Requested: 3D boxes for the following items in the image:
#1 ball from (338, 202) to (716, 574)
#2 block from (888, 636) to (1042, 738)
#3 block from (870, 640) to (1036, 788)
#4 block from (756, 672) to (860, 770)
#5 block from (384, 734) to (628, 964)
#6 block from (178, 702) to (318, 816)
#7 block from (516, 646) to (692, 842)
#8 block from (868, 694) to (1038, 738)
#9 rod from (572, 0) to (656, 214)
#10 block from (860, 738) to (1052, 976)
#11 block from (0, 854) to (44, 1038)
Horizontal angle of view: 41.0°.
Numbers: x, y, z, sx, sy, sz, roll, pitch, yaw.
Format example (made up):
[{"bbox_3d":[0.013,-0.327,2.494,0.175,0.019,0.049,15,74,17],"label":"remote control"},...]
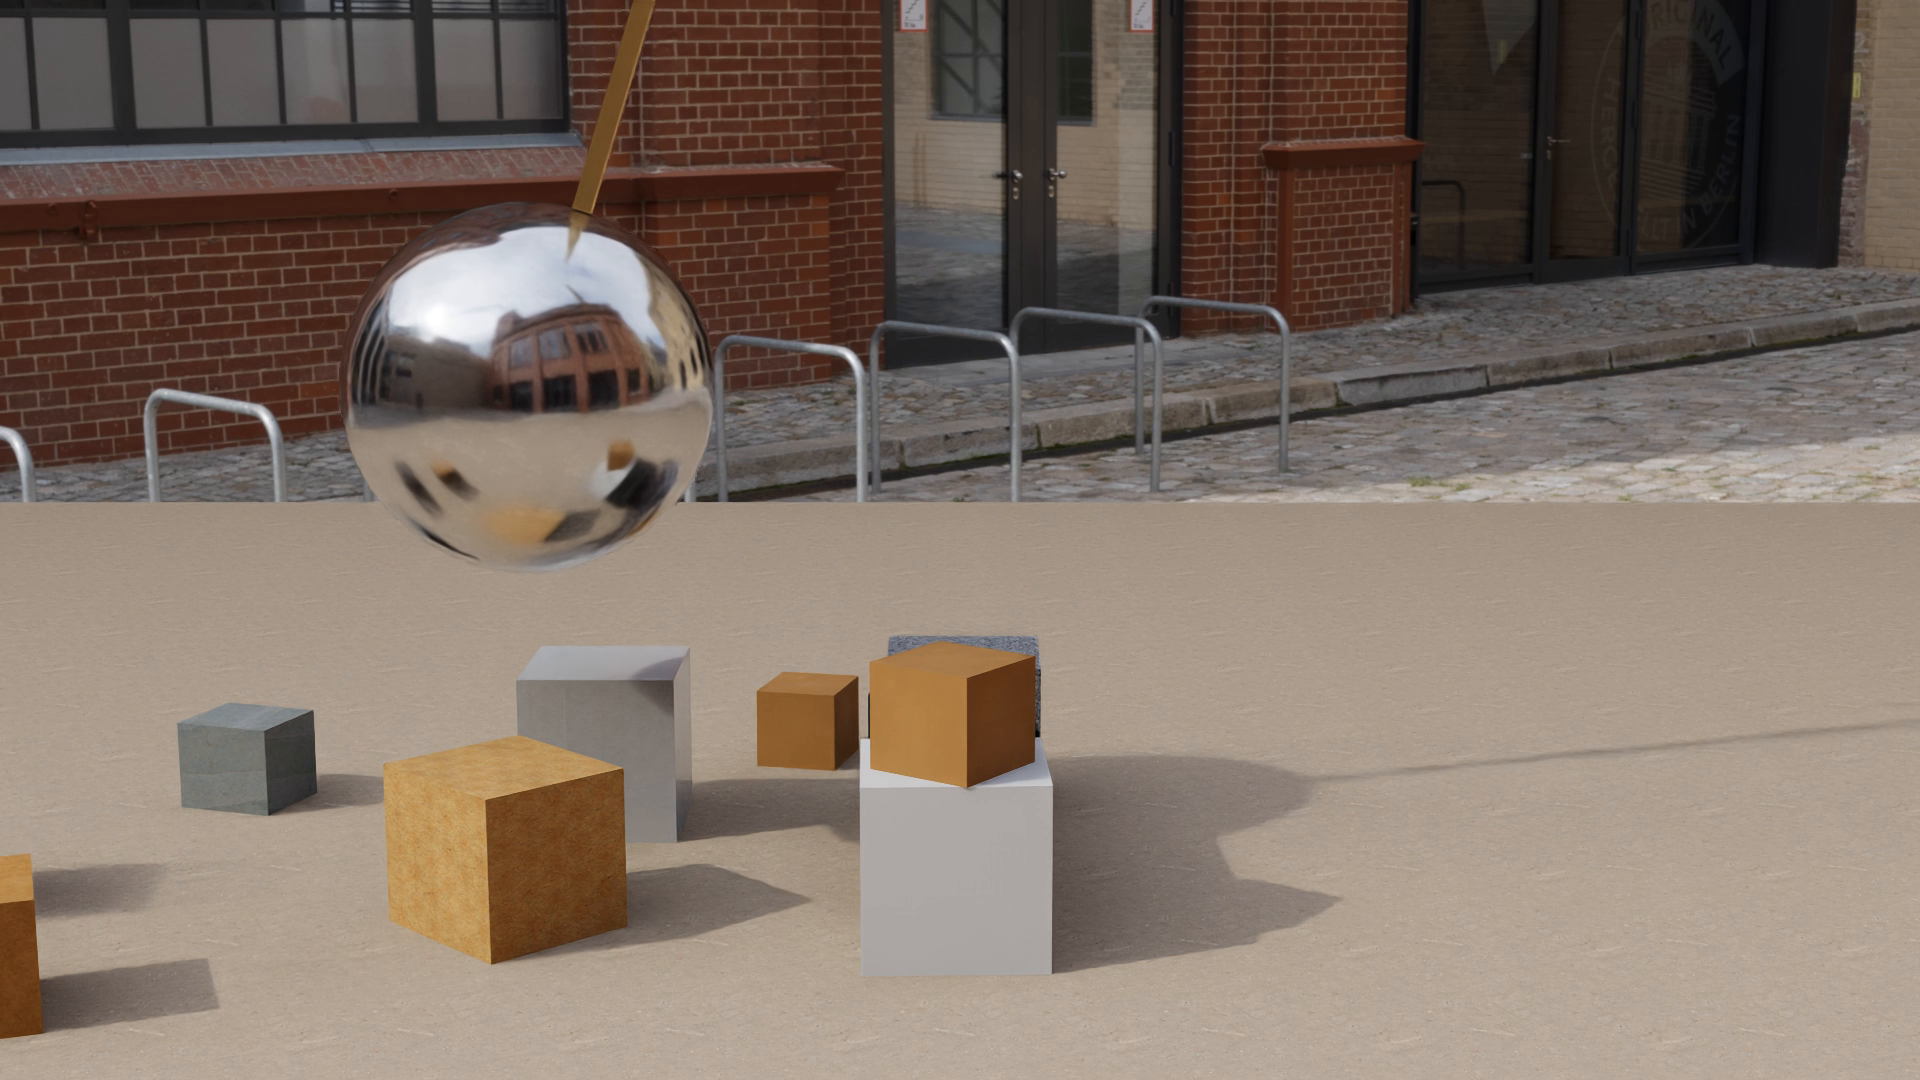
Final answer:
[{"bbox_3d":[-1.856,-0.654,11.061,1.600,1.600,1.600,0,10,0],"label":"ball"},{"bbox_3d":[0.016,0.917,12.351,0.723,0.777,0.711,0,10,0],"label":"block"},{"bbox_3d":[-0.028,0.688,10.245,0.473,0.438,0.473,7,13,35],"label":"block"},{"bbox_3d":[-0.786,0.936,13.318,0.413,0.394,0.454,2,11,13],"label":"block"},{"bbox_3d":[-1.891,1.270,10.675,0.676,0.682,0.749,-10,14,-43],"label":"block"},{"bbox_3d":[-3.476,1.066,12.528,0.483,0.421,0.430,3,11,18],"label":"block"},{"bbox_3d":[-1.669,0.956,12.146,0.721,0.772,0.713,0,10,0],"label":"block"},{"bbox_3d":[-0.039,1.131,11.125,0.706,0.795,0.702,0,10,-3],"label":"block"},{"bbox_3d":[-0.804,-3.835,10.483,0.080,5.200,0.080,18,10,-3],"label":"rod"},{"bbox_3d":[-0.026,1.273,10.410,0.752,0.772,0.741,0,10,-2],"label":"block"},{"bbox_3d":[-3.741,1.540,9.650,0.505,0.518,0.609,-4,11,-20],"label":"block"}]
